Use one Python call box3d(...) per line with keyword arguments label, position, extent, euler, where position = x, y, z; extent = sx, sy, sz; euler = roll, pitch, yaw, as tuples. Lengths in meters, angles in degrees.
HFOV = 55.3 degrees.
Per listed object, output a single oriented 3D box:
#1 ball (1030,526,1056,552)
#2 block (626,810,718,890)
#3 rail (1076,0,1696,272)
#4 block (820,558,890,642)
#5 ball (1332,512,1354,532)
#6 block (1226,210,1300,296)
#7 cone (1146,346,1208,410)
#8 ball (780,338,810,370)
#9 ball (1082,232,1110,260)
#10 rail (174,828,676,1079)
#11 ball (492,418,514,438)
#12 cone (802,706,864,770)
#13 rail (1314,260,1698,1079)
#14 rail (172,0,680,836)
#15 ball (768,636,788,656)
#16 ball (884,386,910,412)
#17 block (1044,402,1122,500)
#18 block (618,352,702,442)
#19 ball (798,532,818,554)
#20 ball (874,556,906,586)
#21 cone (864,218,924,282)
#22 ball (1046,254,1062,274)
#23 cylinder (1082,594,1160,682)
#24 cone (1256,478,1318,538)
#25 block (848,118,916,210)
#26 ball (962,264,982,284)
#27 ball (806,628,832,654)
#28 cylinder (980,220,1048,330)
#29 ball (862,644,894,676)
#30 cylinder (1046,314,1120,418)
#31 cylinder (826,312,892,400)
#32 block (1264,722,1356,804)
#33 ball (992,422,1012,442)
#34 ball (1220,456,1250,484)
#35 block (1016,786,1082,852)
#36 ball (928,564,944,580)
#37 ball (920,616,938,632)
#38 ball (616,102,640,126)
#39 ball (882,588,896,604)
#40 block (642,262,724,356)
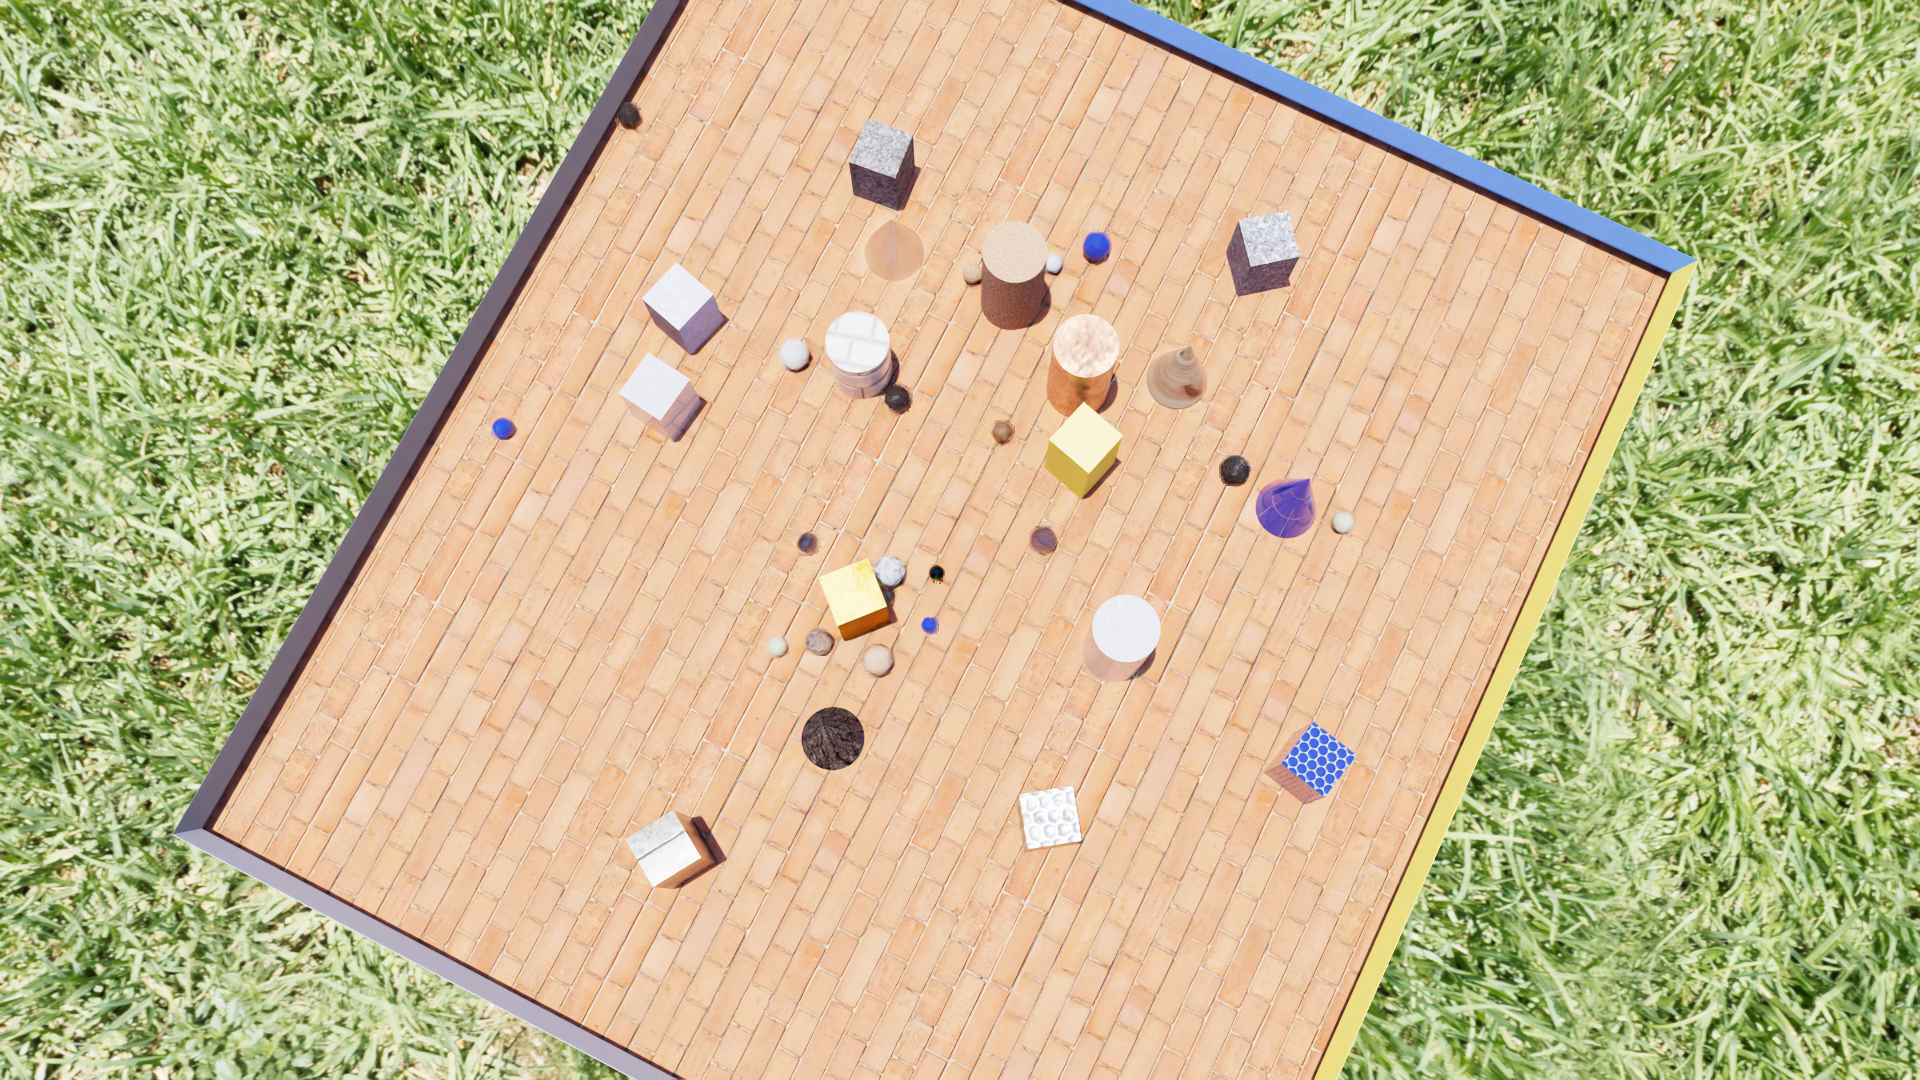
box3d(label="ball", position=(0.255, -0.001, 5.575), extent=(0.081, 0.081, 0.081), euler=(0, 78, 0))
box3d(label="block", position=(-0.821, 0.890, 5.246), extent=(0.152, 0.366, 0.152), euler=(-31, 80, -6))
box3d(label="rail", position=(0.798, -1.556, 5.874), extent=(3.303, 0.124, 0.045), euler=(26, 80, 5))
box3d(label="block", position=(-0.309, 0.180, 5.424), extent=(0.152, 0.304, 0.152), euler=(-22, 79, -4))
box3d(label="ball", position=(1.168, -0.055, 5.594), extent=(0.066, 0.066, 0.066), euler=(0, 78, 0))
box3d(label="block", position=(0.932, -0.882, 5.659), extent=(0.152, 0.274, 0.152), euler=(-12, 79, -2))
box3d(label="cone", position=(0.677, -0.535, 5.549), extent=(0.190, 0.349, 0.190), euler=(0, 78, 0))
box3d(label="ball", position=(-0.514, -0.577, 5.687), extent=(0.095, 0.095, 0.095), euler=(0, 78, 0))
box3d(label="ball", position=(0.428, -0.922, 5.762), extent=(0.088, 0.088, 0.088), euler=(0, 78, 0))
box3d(label="rail", position=(-0.798, 1.569, 5.228), extent=(3.303, 0.124, 0.045), euler=(26, 80, 5))
box3d(label="ball", position=(-1.411, -0.346, 5.656), extent=(0.063, 0.063, 0.063), euler=(0, 78, 0))
box3d(label="cone", position=(-0.381, 0.552, 5.285), extent=(0.190, 0.426, 0.190), euler=(0, 78, 0))
box3d(label="rail", position=(1.456, 0.719, 5.404), extent=(0.045, 0.124, 3.616), euler=(26, 80, 5))
box3d(label="rail", position=(-1.456, -0.706, 5.698), extent=(0.045, 0.124, 3.616), euler=(26, 80, 5))
box3d(label="ball", position=(-0.550, 0.320, 5.519), extent=(0.061, 0.061, 0.061), euler=(0, 78, 0))
box3d(label="ball", position=(-0.193, -0.437, 5.666), extent=(0.079, 0.079, 0.079), euler=(0, 78, 0))
box3d(label="block", position=(0.368, -0.264, 5.500), extent=(0.152, 0.336, 0.152), euler=(41, 81, 8))
box3d(label="block", position=(-0.909, -0.431, 5.574), extent=(0.152, 0.257, 0.152), euler=(33, 80, 6))
box3d(label="ball", position=(-0.464, 0.008, 5.582), extent=(0.065, 0.065, 0.065), euler=(0, 78, 0))
box3d(label="ball", position=(-0.213, 0.095, 5.549), extent=(0.094, 0.094, 0.094), euler=(0, 78, 0))
box3d(label="cone", position=(-0.207, -0.939, 5.664), extent=(0.190, 0.288, 0.190), euler=(0, 78, 0))
box3d(label="ball", position=(0.292, -0.869, 5.766), extent=(0.059, 0.059, 0.059), euler=(0, 78, 0))
box3d(label="cylinder", position=(0.464, 0.291, 5.329), extent=(0.190, 0.444, 0.190), euler=(0, 78, 0))
box3d(label="cone", position=(1.003, -0.137, 5.446), extent=(0.190, 0.390, 0.190), euler=(0, 78, 0))
box3d(label="block", position=(-0.242, -1.170, 5.724), extent=(0.152, 0.263, 0.152), euler=(20, 79, 4))
box3d(label="ball", position=(0.038, -0.834, 5.758), extent=(0.061, 0.061, 0.061), euler=(0, 78, 0))
box3d(label="ball", position=(-0.424, 0.304, 5.512), extent=(0.083, 0.083, 0.083), euler=(0, 78, 0))
box3d(label="cylinder", position=(0.160, -0.796, 5.557), extent=(0.190, 0.438, 0.190), euler=(0, 78, 0))
box3d(label="ball", position=(-0.247, 0.359, 5.494), extent=(0.095, 0.095, 0.095), euler=(0, 78, 0))
box3d(label="cylinder", position=(0.364, -0.515, 5.498), extent=(0.190, 0.441, 0.190), euler=(0, 78, 0))
box3d(label="cylinder", position=(-0.305, -0.560, 5.586), extent=(0.190, 0.286, 0.190), euler=(0, 78, 0))
box3d(label="block", position=(1.012, 0.650, 5.321), extent=(0.152, 0.315, 0.152), euler=(38, 81, 7))
box3d(label="ball", position=(0.130, -0.333, 5.652), extent=(0.066, 0.066, 0.066), euler=(0, 78, 0))
box3d(label="ball", position=(0.844, -0.215, 5.615), extent=(0.090, 0.090, 0.090), euler=(0, 78, 0))
box3d(label="block", position=(0.253, 0.809, 5.288), extent=(0.152, 0.316, 0.152), euler=(-9, 78, -2))
box3d(label="ball", position=(-0.071, 0.100, 5.571), extent=(0.049, 0.049, 0.049), euler=(0, 78, 0))
box3d(label="ball", position=(-0.094, 0.256, 5.538), extent=(0.049, 0.049, 0.049), euler=(0, 78, 0))
box3d(label="ball", position=(-1.060, -1.360, 5.860), extent=(0.075, 0.075, 0.075), euler=(0, 78, 0))
box3d(label="ball", position=(-0.217, 0.170, 5.558), extent=(0.046, 0.046, 0.046), euler=(0, 78, 0))
box3d(label="block", position=(-0.850, -0.708, 5.634), extent=(0.152, 0.252, 0.152), euler=(41, 81, 8))
